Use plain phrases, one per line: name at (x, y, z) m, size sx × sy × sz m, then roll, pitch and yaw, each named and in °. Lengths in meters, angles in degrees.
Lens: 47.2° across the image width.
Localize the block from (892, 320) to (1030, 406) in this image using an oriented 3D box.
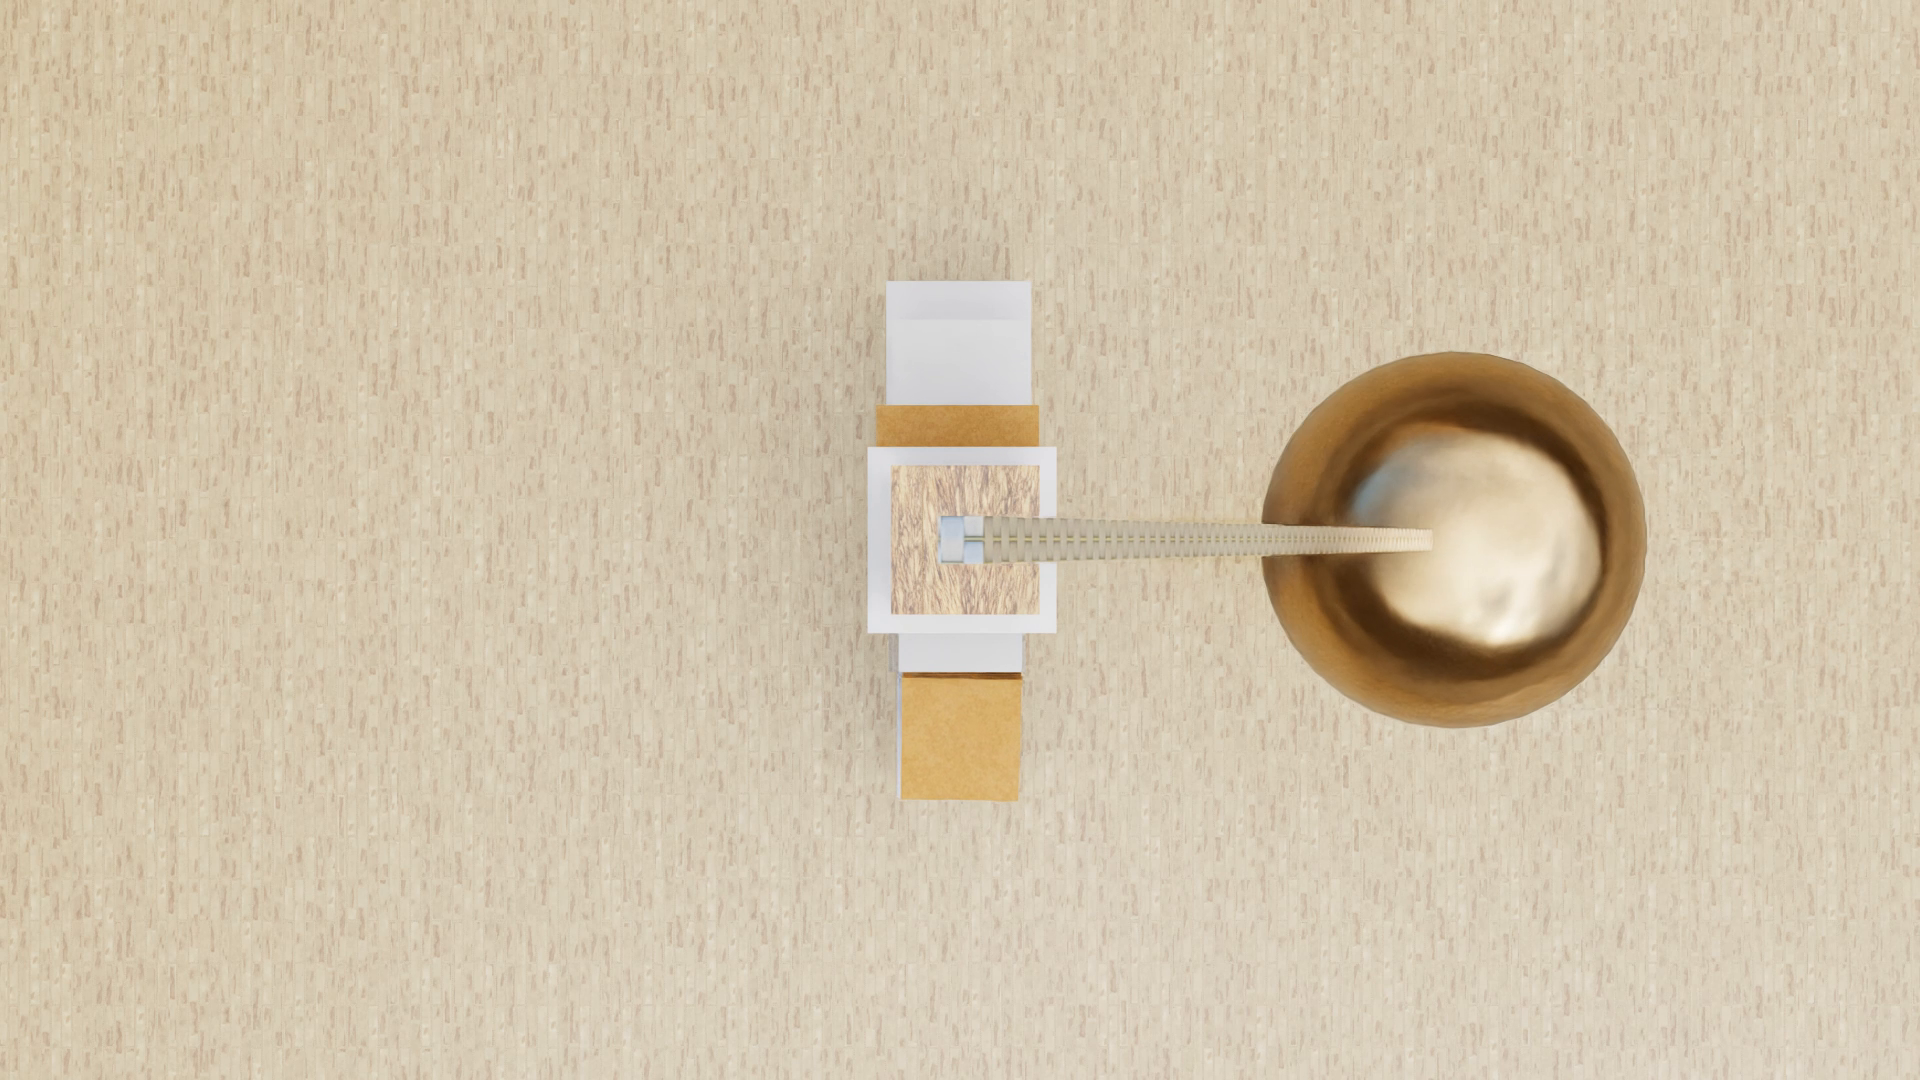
block at (0.006, -0.766, 11.888) m, size 0.724 × 0.738 × 0.779 m, roll 0°, pitch 90°, yaw 0°

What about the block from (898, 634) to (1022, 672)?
block at (0.002, 0.340, 10.894) m, size 0.594 × 0.595 × 0.594 m, roll 0°, pitch 90°, yaw 0°

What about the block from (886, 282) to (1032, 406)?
block at (-0.007, -1.086, 12.629) m, size 0.806 × 0.743 × 0.712 m, roll 0°, pitch 90°, yaw 0°

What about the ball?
ball at (2.074, 0.000, 9.310) m, size 1.600 × 1.600 × 1.600 m, roll 0°, pitch 90°, yaw 0°

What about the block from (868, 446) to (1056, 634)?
block at (0.009, 0.000, 9.960) m, size 0.818 × 0.869 × 0.807 m, roll 0°, pitch 90°, yaw 0°

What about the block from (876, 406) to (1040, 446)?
block at (-0.011, -0.302, 10.793) m, size 0.768 × 0.797 × 0.671 m, roll 0°, pitch 90°, yaw 0°

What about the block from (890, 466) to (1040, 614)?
block at (0.018, 0.000, 7.743) m, size 0.505 × 0.553 × 0.508 m, roll 0°, pitch 90°, yaw 0°

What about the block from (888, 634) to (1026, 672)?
block at (-0.017, 0.343, 12.585) m, size 0.757 × 0.831 × 0.779 m, roll 0°, pitch 90°, yaw 0°

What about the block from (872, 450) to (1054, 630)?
block at (0.009, 0.000, 8.403) m, size 0.665 × 0.768 × 0.664 m, roll 0°, pitch 90°, yaw 0°

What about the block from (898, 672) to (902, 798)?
block at (-0.011, 1.093, 12.656) m, size 0.682 × 0.687 × 0.700 m, roll 0°, pitch 90°, yaw 0°

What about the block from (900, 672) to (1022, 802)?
block at (0.007, 0.931, 11.862) m, size 0.624 × 0.705 × 0.700 m, roll 1°, pitch 110°, yaw 0°

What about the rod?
rod at (0.899, 0.000, 6.119) m, size 0.080 × 5.200 × 0.080 m, roll 0°, pitch 90°, yaw 20°
